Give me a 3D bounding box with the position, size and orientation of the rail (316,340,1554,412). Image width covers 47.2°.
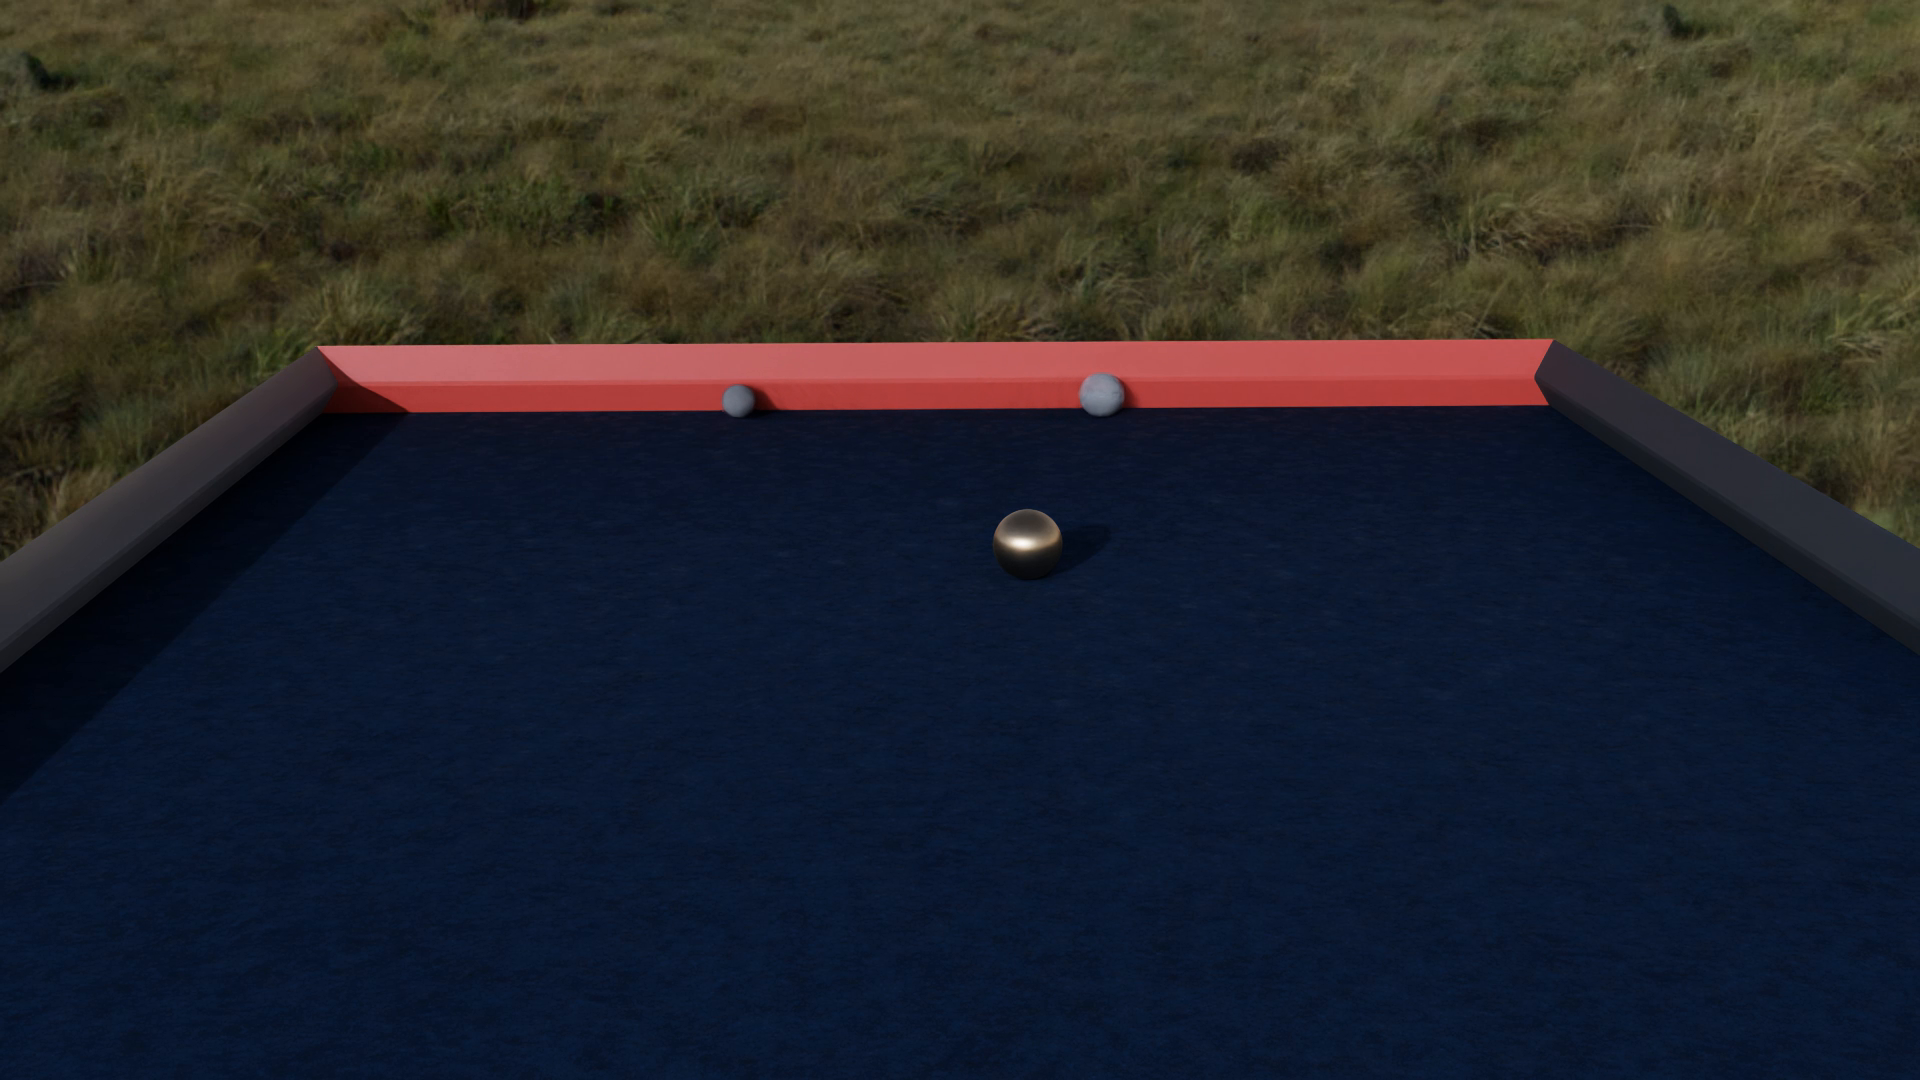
[{"bbox_3d":[-0.034,-0.291,3.951,2.230,0.120,0.045,0,15,-2],"label":"rail"}]

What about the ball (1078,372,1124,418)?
[{"bbox_3d":[0.251,-0.258,3.908,0.081,0.081,0.081,0,15,0],"label":"ball"}]

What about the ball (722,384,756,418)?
[{"bbox_3d":[-0.391,-0.246,3.905,0.060,0.060,0.060,0,15,0],"label":"ball"}]

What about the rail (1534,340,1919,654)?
[{"bbox_3d":[1.126,0.244,1.935,0.045,0.120,4.292,0,15,-2],"label":"rail"}]

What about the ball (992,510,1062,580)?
[{"bbox_3d":[0.089,0.006,2.891,0.092,0.092,0.092,0,15,0],"label":"ball"}]

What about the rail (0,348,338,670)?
[{"bbox_3d":[-1.056,0.262,1.866,0.045,0.120,4.292,0,15,-2],"label":"rail"}]
